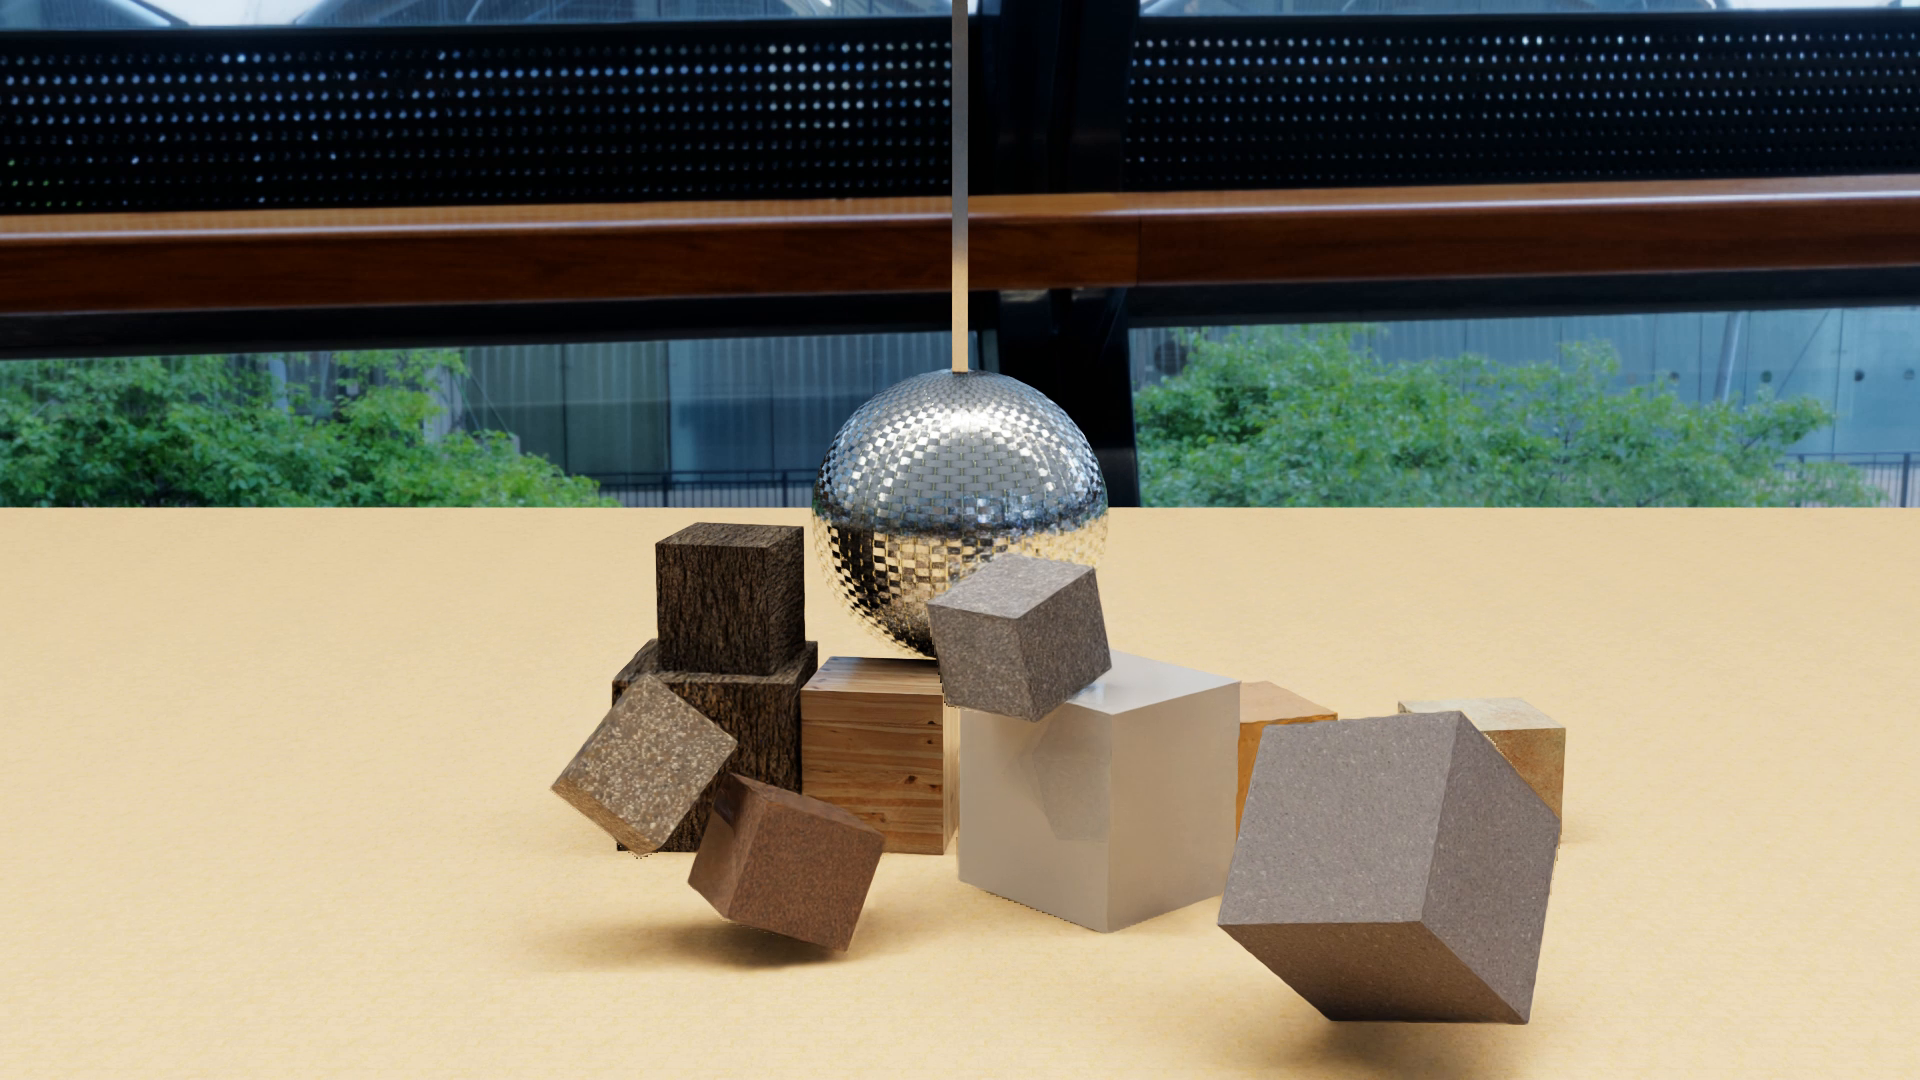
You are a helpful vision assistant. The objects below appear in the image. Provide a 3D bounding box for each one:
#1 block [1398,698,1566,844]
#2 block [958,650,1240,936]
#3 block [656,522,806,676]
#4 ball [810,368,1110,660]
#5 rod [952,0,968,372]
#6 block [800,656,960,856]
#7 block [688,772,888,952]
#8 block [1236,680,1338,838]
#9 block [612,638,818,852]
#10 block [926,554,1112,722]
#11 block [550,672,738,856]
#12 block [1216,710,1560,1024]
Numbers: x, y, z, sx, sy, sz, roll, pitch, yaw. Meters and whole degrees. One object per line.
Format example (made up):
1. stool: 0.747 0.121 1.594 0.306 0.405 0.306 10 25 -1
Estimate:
1. block: 2.665 1.191 11.317 0.663 0.608 0.618 -1 10 -7
2. block: 0.651 1.143 10.384 0.885 1.022 0.964 -10 15 -43
3. block: -1.165 0.292 11.251 0.584 0.650 0.631 2 11 12
4. ball: 0.000 -0.120 11.795 1.600 1.600 1.600 0 10 0
5. rod: 0.000 -3.383 10.841 0.080 5.200 0.080 0 16 0
6. block: -0.383 1.090 11.273 0.715 0.821 0.736 2 10 8
7. block: -0.770 1.412 9.703 0.580 0.527 0.620 21 -2 -23
8. block: 1.397 1.164 11.287 0.784 0.672 0.725 -4 11 -20
9. block: -1.238 1.047 11.362 0.902 0.875 0.944 1 10 4
10. block: 0.274 0.434 9.973 0.526 0.509 0.568 9 29 41
11. block: -1.388 0.988 9.629 0.497 0.566 0.517 39 -21 -7
12. block: 1.684 1.288 8.559 0.869 0.867 0.881 -9 -39 40
